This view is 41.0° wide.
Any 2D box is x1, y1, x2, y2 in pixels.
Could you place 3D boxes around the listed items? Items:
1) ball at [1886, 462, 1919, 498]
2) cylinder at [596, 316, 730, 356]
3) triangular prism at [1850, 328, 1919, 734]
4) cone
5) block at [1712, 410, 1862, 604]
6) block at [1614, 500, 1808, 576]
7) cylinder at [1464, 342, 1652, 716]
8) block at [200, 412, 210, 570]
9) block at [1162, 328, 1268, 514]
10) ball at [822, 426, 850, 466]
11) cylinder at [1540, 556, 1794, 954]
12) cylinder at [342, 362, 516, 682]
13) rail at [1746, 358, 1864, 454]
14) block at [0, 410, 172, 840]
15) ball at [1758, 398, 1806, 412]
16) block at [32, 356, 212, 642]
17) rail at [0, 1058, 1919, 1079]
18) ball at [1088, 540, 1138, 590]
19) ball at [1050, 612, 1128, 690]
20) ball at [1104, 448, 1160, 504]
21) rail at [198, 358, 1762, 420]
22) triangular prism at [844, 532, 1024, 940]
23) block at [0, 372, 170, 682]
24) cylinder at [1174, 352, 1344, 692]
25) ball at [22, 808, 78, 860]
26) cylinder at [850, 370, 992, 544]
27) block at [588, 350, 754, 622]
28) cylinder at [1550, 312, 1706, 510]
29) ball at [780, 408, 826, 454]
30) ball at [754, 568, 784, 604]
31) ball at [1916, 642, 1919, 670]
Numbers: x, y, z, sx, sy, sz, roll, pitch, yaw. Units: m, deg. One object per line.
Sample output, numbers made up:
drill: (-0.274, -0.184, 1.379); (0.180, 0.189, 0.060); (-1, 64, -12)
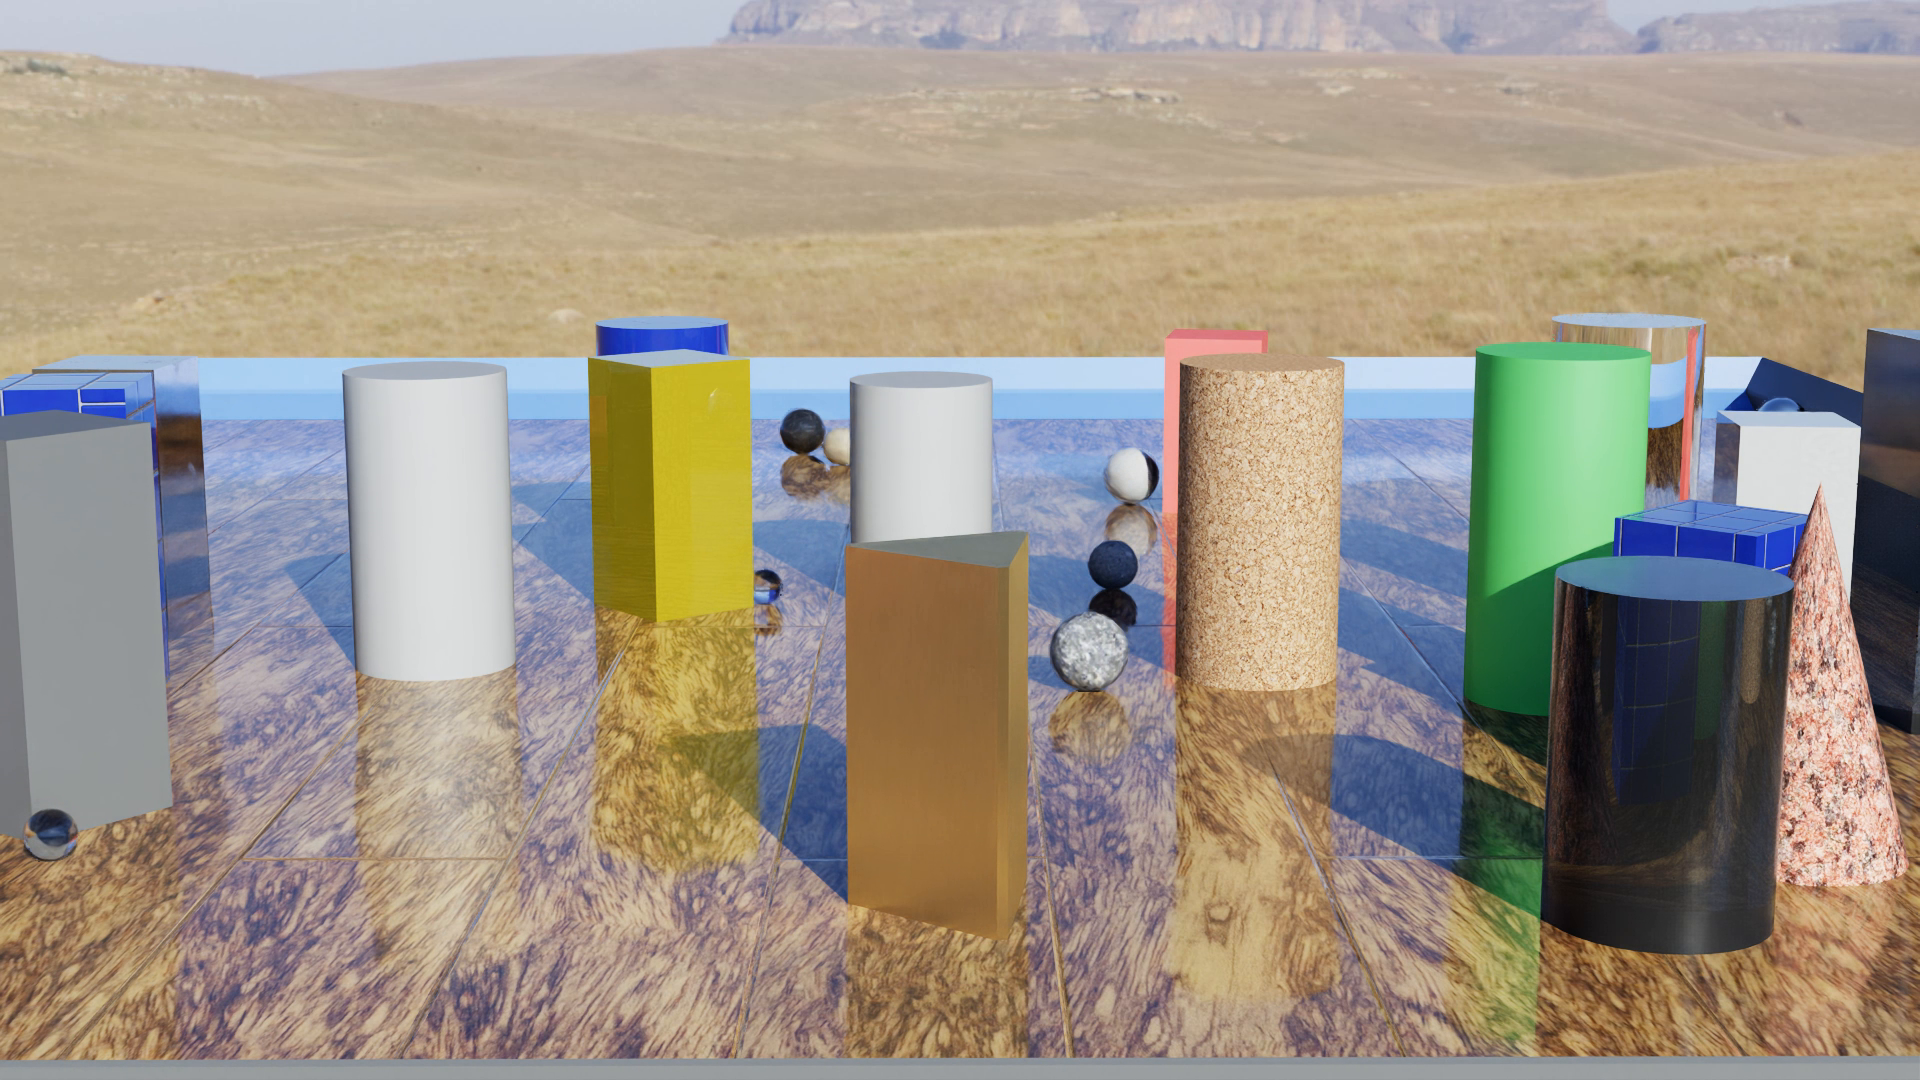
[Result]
ball: (1.607, -0.102, 4.361); (0.061, 0.061, 0.061); (0, 11, 0)
cylinder: (-0.438, -0.147, 3.804); (0.195, 0.352, 0.195); (0, 11, 0)
triangular prism: (1.075, -0.017, 2.890); (0.169, 0.431, 0.146); (-8, 13, -36)
cone: (0.783, 0.120, 2.366); (0.195, 0.352, 0.195); (0, 11, 0)
block: (1.117, -0.038, 3.485); (0.156, 0.255, 0.156); (1, 11, 5)
block: (0.783, 0.108, 2.663); (0.156, 0.267, 0.156); (10, 14, 43)
cylinder: (0.687, -0.016, 2.959); (0.195, 0.404, 0.195); (0, 11, 0)
block: (-1.173, -0.055, 3.601); (0.156, 0.247, 0.156); (4, 11, 21)
block: (0.424, -0.198, 4.255); (0.156, 0.287, 0.156); (2, 11, 10)
ball: (-0.217, -0.173, 4.718); (0.071, 0.071, 0.071); (0, 11, 0)
cylinder: (0.603, 0.179, 2.194); (0.195, 0.299, 0.195); (0, 11, 0)
cylinder: (-0.646, -0.027, 3.131); (0.195, 0.362, 0.195); (0, 11, 0)
rail: (1.652, 0.031, 3.458); (0.045, 0.127, 3.810); (0, 11, 0)
block: (-0.892, 0.078, 2.501); (0.156, 0.385, 0.156); (8, 13, 36)
ball: (1.574, -0.224, 4.917); (0.098, 0.098, 0.098); (0, 11, 0)
block: (-1.081, -0.056, 3.320); (0.156, 0.350, 0.156); (1, 11, 3)
rail: (0.011, 0.376, 1.599); (3.352, 0.127, 0.045); (0, 11, 0)
ball: (0.215, 0.035, 3.599); (0.070, 0.070, 0.070); (0, 11, 0)
ball: (0.152, 0.131, 3.019); (0.093, 0.093, 0.093); (0, 11, 0)
ball: (0.287, -0.107, 4.300); (0.093, 0.093, 0.093); (0, 11, 0)
rail: (-0.011, -0.311, 5.299); (3.352, 0.127, 0.045); (0, 11, 0)
triangular prism: (0.013, 0.160, 2.239); (0.169, 0.320, 0.146); (8, 13, 36)
block: (-1.017, 0.001, 2.961); (0.156, 0.370, 0.156); (-1, 11, -6)
cylinder: (0.359, -0.026, 3.081); (0.195, 0.378, 0.195); (0, 11, 0)
ball: (-0.843, 0.272, 2.377); (0.048, 0.048, 0.048); (0, 11, 0)
cylinder: (-0.053, -0.069, 3.517); (0.195, 0.304, 0.195); (0, 11, 0)
block: (-0.391, -0.078, 3.469); (0.156, 0.338, 0.156); (-9, 14, -39)
cylinder: (0.864, -0.087, 3.350); (0.195, 0.400, 0.195); (0, 11, 0)
ball: (-0.297, -0.206, 4.852); (0.086, 0.086, 0.086); (0, 11, 0)
ball: (-0.265, 0.063, 3.504); (0.048, 0.048, 0.048); (0, 11, 0)
ball: (1.171, 0.138, 3.048); (0.068, 0.068, 0.068); (0, 11, 0)
